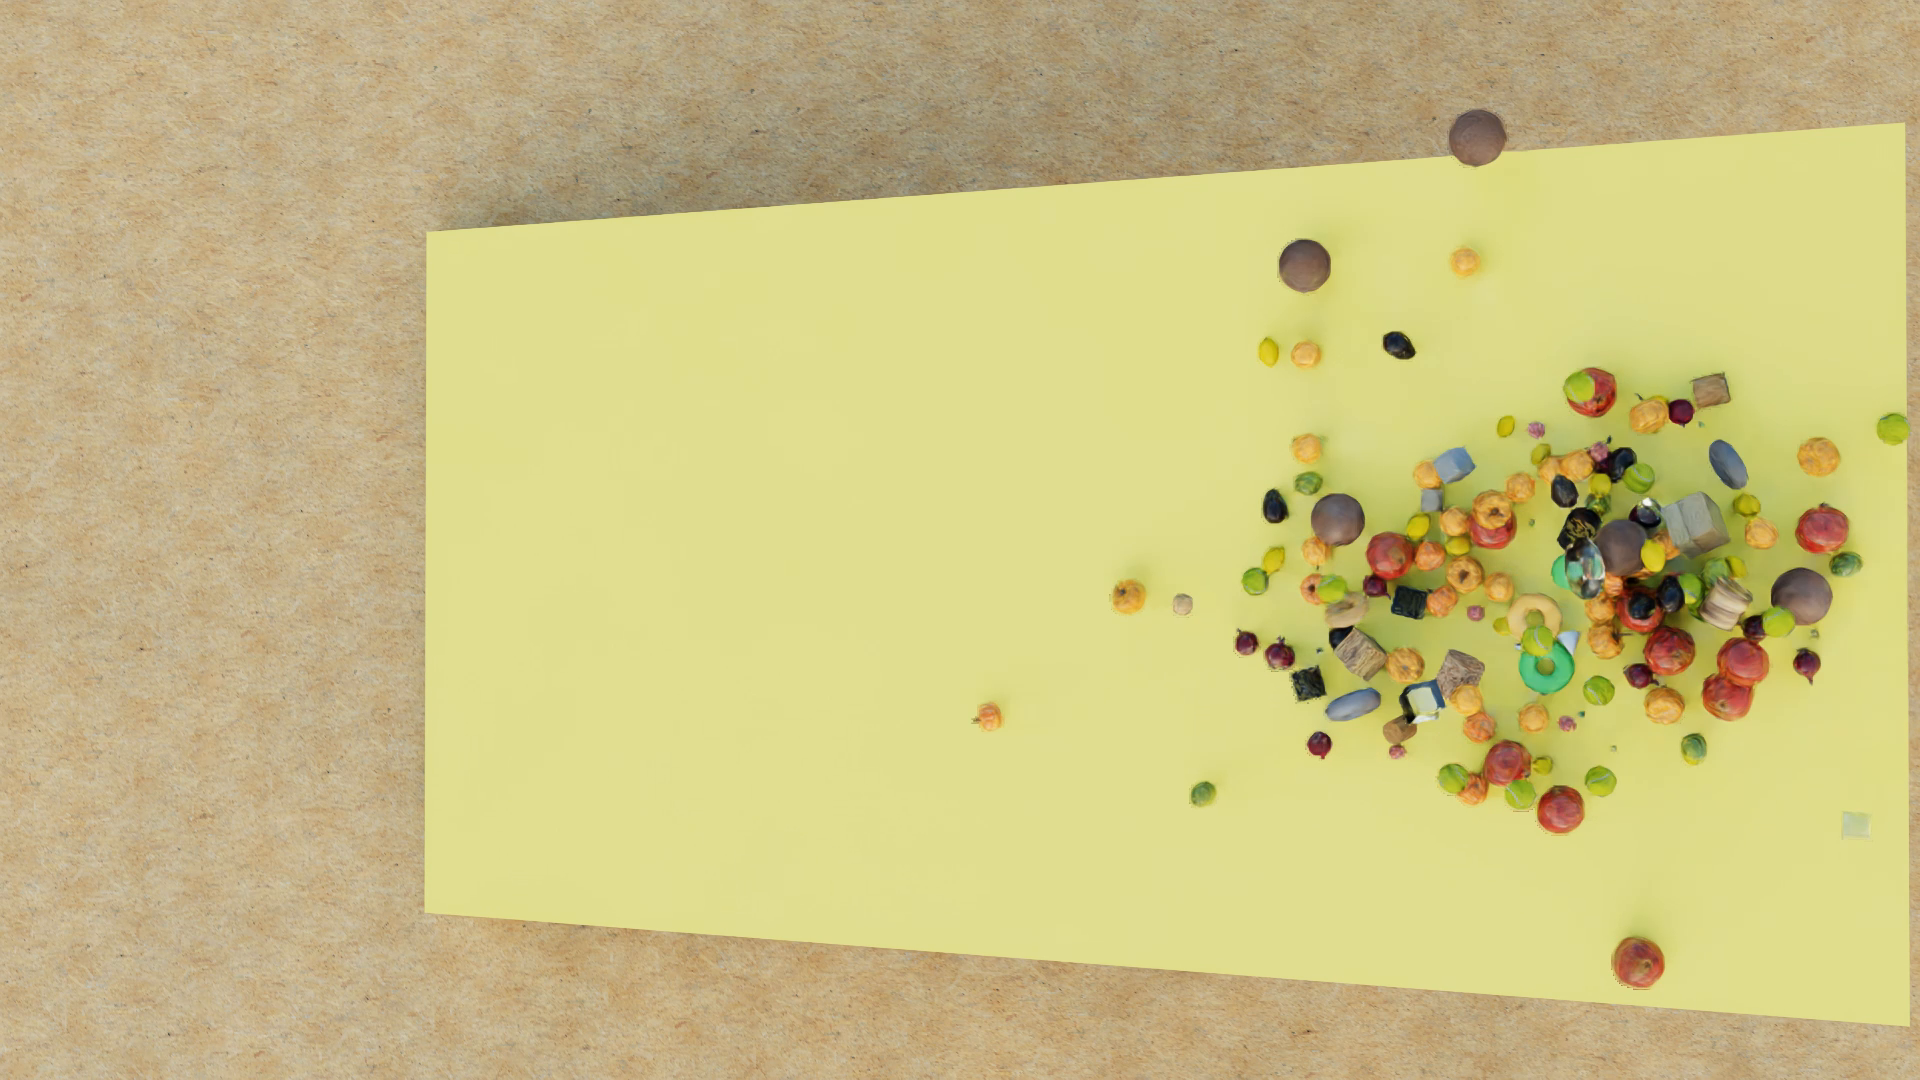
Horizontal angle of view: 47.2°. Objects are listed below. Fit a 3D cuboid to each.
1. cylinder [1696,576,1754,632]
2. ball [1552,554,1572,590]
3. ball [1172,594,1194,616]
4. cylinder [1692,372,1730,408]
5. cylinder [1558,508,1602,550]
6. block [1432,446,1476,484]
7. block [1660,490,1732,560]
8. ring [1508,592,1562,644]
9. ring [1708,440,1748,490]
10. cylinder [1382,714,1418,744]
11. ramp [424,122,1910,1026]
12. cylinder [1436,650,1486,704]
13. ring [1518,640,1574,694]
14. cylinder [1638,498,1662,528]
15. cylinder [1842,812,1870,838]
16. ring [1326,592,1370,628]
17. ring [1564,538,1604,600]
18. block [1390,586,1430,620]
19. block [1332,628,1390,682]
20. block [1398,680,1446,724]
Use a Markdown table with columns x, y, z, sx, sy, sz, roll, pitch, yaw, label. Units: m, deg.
| x | y | z | sx | sy | sz | roll | pitch | yaw | label |
| --- | --- | --- | --- | --- | --- | --- | --- | --- | --- |
| 1.696 | 0.142 | 4.874 | 0.087 | 0.087 | 0.087 | 26 | 113 | 0 | cylinder |
| 1.420 | 0.073 | 5.113 | 0.089 | 0.089 | 0.089 | 0 | 89 | 0 | ball |
| 0.547 | 0.158 | 5.401 | 0.054 | 0.054 | 0.054 | 0 | 89 | 0 | ball |
| 1.709 | -0.340 | 5.002 | 0.070 | 0.070 | 0.070 | -12 | 89 | 23 | cylinder |
| 1.430 | -0.020 | 5.073 | 0.078 | 0.078 | 0.078 | 36 | 55 | 0 | cylinder |
| 1.171 | -0.177 | 5.212 | 0.060 | 0.060 | 0.060 | -11 | 66 | -38 | block |
| 1.665 | -0.034 | 4.977 | 0.099 | 0.099 | 0.099 | -28 | 56 | 29 | block |
| 1.345 | 0.184 | 5.145 | 0.126 | 0.042 | 0.126 | -3 | 73 | 9 | ring |
| 1.731 | -0.170 | 4.958 | 0.041 | 0.123 | 0.123 | -29 | 89 | 3 | ring |
| 1.051 | 0.452 | 5.252 | 0.058 | 0.058 | 0.058 | -21 | 89 | -38 | cylinder |
| 0.283 | 0.084 | 5.711 | 4.000 | 0.100 | 2.000 | 0 | 89 | 24 | ramp |
| 1.180 | 0.325 | 5.202 | 0.095 | 0.095 | 0.095 | 21 | 108 | 0 | cylinder |
| 1.374 | 0.297 | 5.154 | 0.128 | 0.043 | 0.128 | -3 | 83 | 23 | ring |
| 1.569 | -0.061 | 5.004 | 0.054 | 0.054 | 0.054 | 6 | 112 | 15 | cylinder |
| 1.987 | 0.632 | 4.876 | 0.057 | 0.057 | 0.057 | 0 | 89 | 24 | cylinder |
| 0.935 | 0.169 | 5.312 | 0.114 | 0.114 | 0.038 | -32 | 115 | 0 | ring |
| 1.416 | 0.065 | 4.989 | 0.048 | 0.145 | 0.145 | -9 | 89 | -8 | ring |
| 1.079 | 0.149 | 5.272 | 0.067 | 0.067 | 0.067 | 14 | 95 | 23 | block |
| 0.968 | 0.276 | 5.296 | 0.080 | 0.080 | 0.080 | 27 | 110 | -41 | block |
| 1.084 | 0.381 | 5.160 | 0.072 | 0.072 | 0.072 | -10 | 65 | -16 | block |
